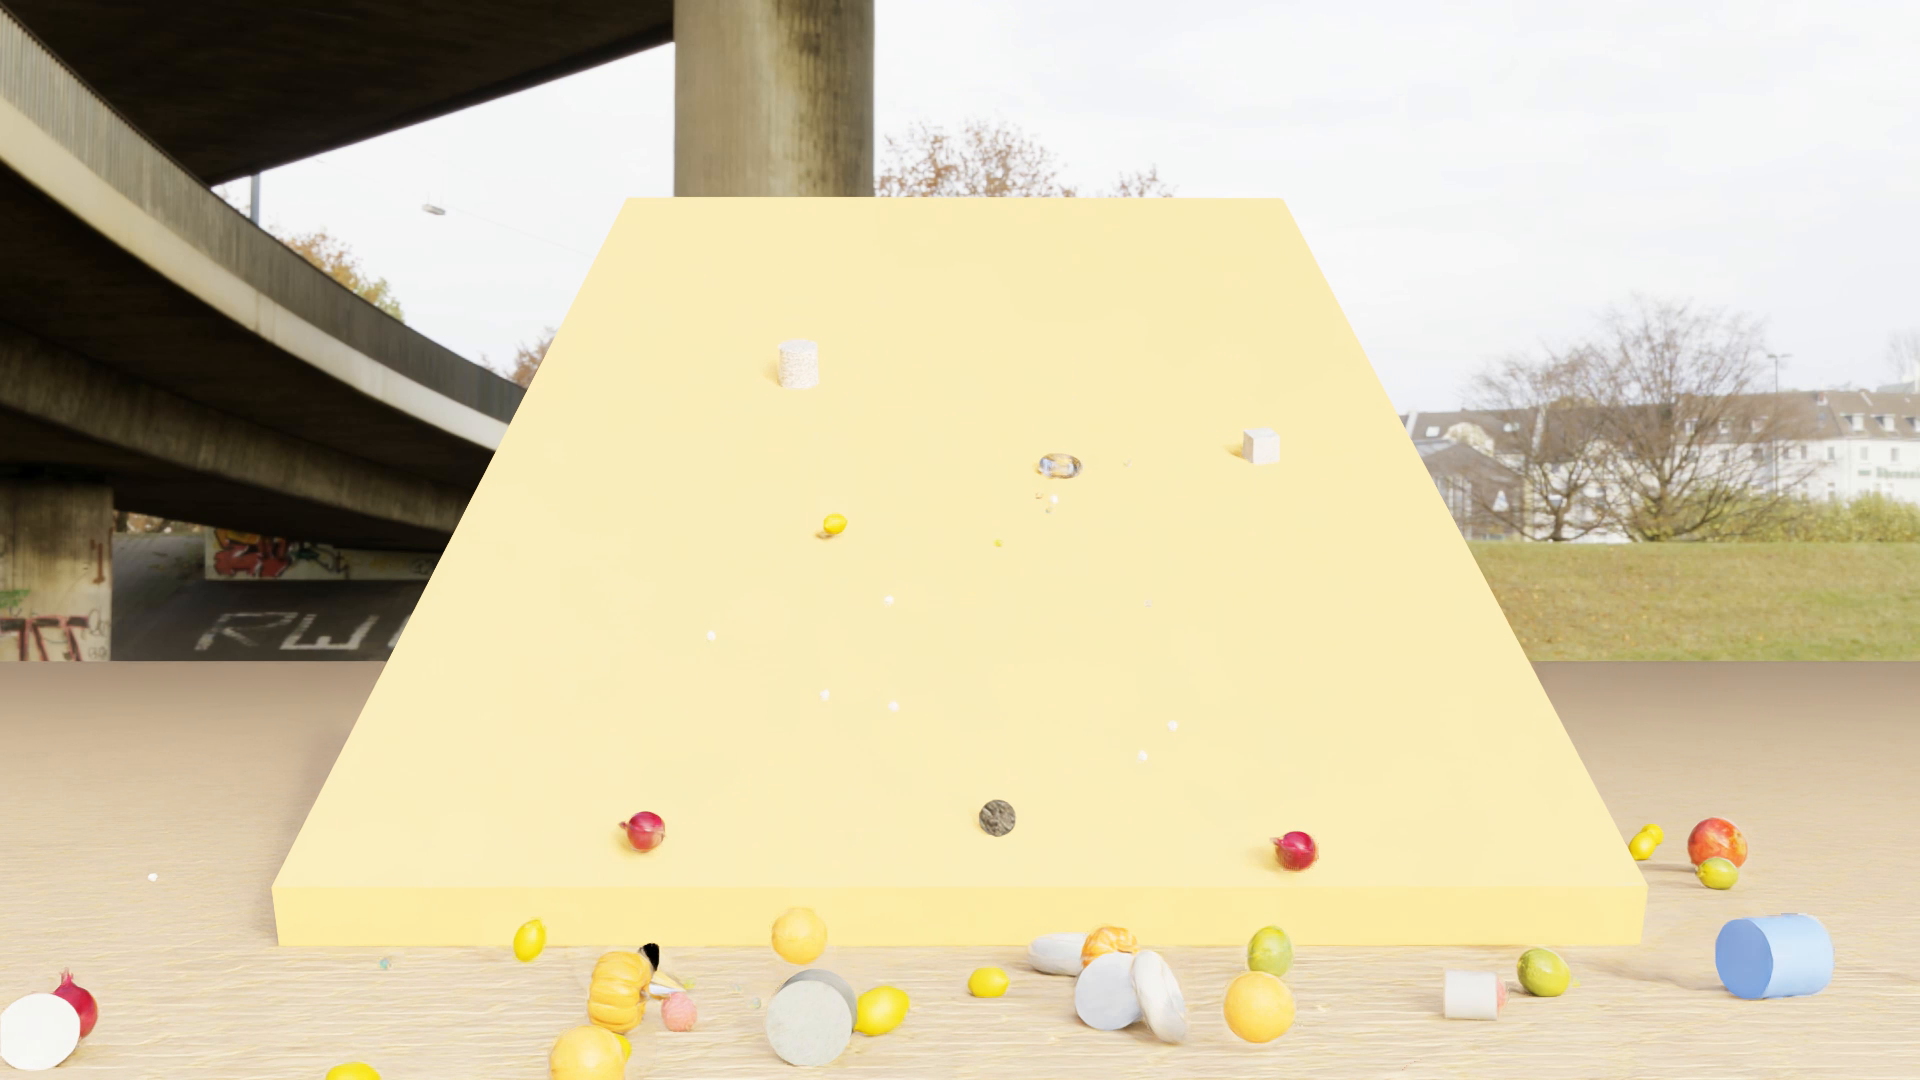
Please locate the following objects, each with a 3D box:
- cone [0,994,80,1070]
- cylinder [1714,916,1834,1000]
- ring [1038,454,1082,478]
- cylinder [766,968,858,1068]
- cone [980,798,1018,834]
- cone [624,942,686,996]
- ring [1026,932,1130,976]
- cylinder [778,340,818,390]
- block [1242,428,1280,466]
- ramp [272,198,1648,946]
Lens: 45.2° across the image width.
[{"bbox_3d":[-0.965,0.530,2.426,0.082,0.082,0.082,1,-30,-15],"label":"cone"},{"bbox_3d":[1.013,0.519,2.875,0.099,0.099,0.099,2,-3,-25],"label":"cylinder"},{"bbox_3d":[0.213,-0.157,4.886,0.095,0.032,0.095,3,24,-2],"label":"ring"},{"bbox_3d":[-0.156,0.504,2.438,0.090,0.090,0.090,0,-3,2],"label":"cylinder"},{"bbox_3d":[0.057,0.422,3.516,0.057,0.057,0.057,0,-11,-3],"label":"cone"},{"bbox_3d":[-0.373,0.556,2.917,0.072,0.072,0.072,33,-21,-30],"label":"cone"},{"bbox_3d":[0.160,0.560,3.121,0.140,0.047,0.140,1,-3,0],"label":"ring"},{"bbox_3d":[-0.379,-0.410,5.407,0.094,0.094,0.094,0,23,0],"label":"cylinder"},{"bbox_3d":[0.647,-0.201,4.957,0.060,0.060,0.060,-6,24,-15],"label":"block"},{"bbox_3d":[-0.007,-0.225,5.217,2.000,0.100,4.000,0,23,0],"label":"ramp"}]
